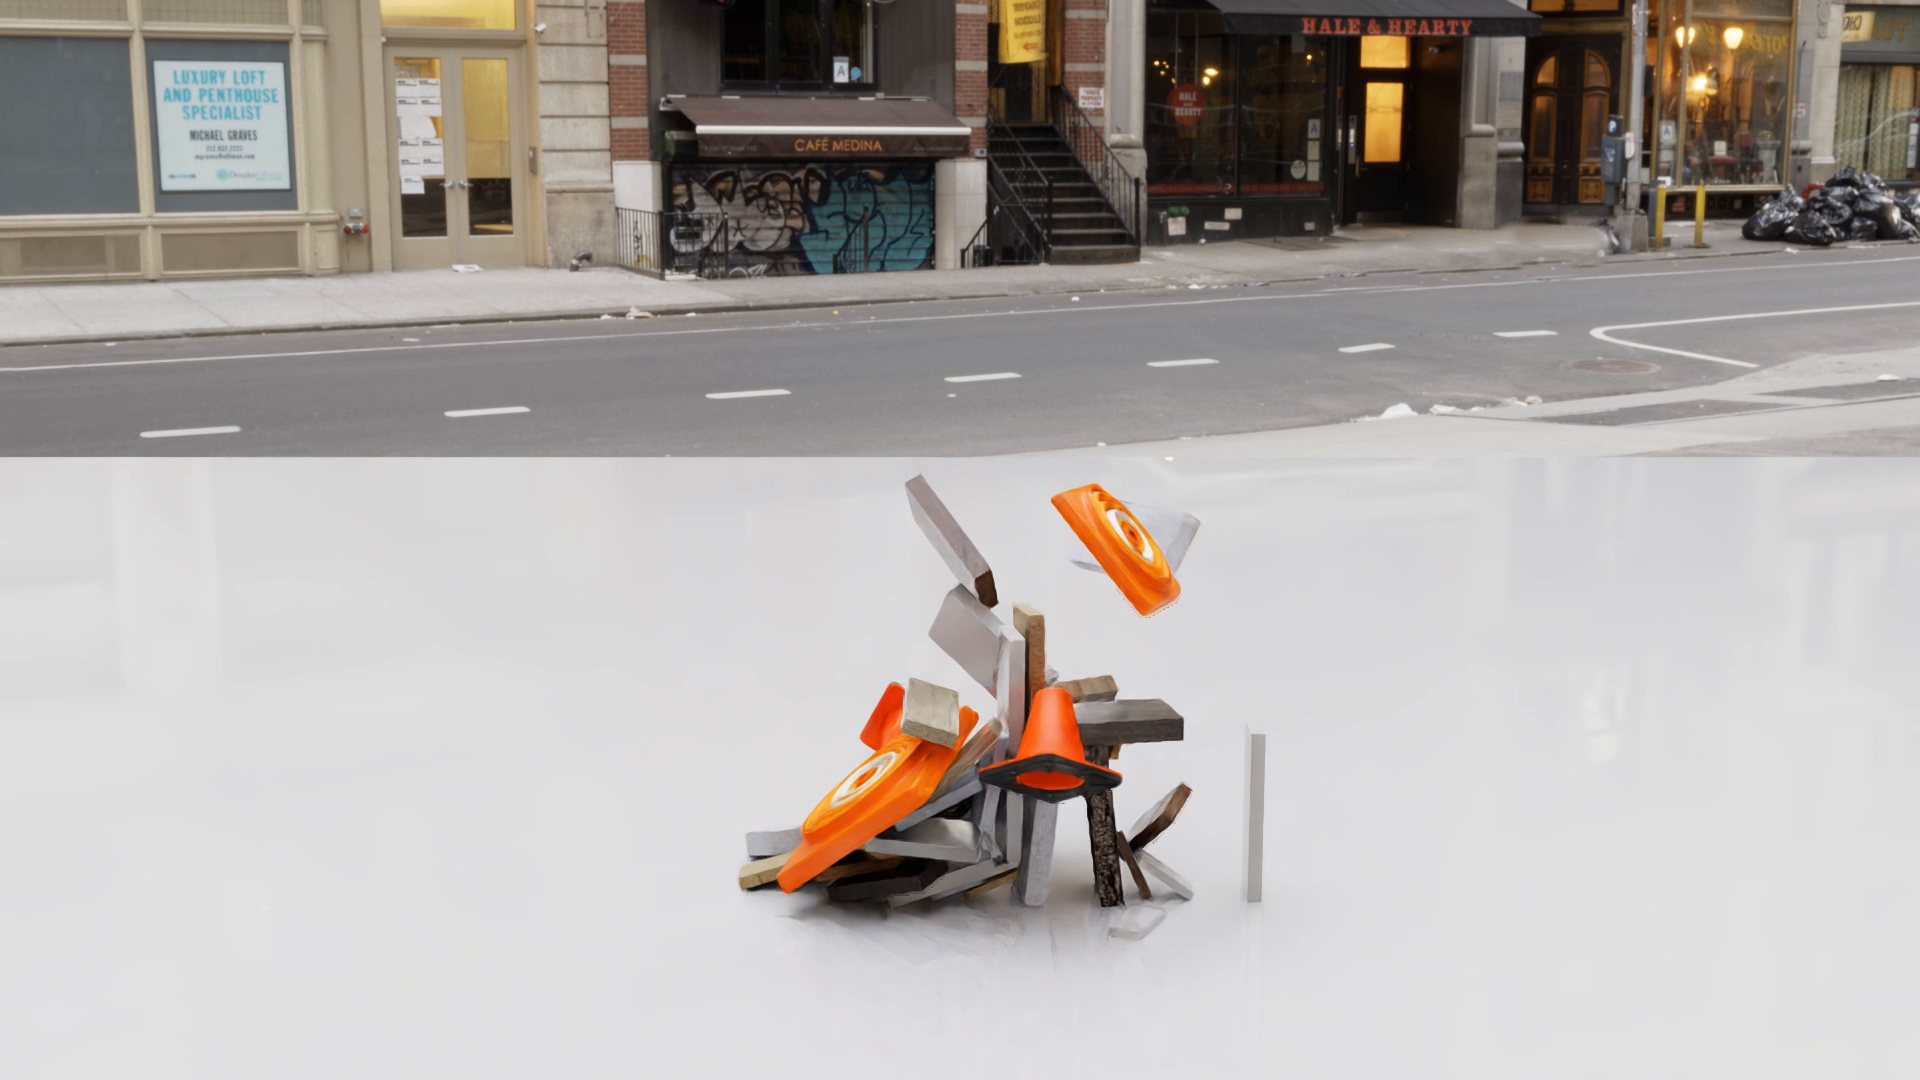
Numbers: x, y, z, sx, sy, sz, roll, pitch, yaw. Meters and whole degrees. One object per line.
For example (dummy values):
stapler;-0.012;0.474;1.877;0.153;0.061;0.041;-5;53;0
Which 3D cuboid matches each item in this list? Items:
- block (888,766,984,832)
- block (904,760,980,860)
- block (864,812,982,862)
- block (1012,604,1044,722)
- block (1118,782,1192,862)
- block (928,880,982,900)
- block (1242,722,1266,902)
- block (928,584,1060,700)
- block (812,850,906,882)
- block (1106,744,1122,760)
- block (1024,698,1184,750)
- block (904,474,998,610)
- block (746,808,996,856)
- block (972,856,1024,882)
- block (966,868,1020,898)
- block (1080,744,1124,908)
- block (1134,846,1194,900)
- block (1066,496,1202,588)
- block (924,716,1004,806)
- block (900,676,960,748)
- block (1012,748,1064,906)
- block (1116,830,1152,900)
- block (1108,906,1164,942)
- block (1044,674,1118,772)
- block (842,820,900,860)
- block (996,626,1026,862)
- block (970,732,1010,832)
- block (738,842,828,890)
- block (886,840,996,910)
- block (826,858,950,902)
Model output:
block;-0.041;0.418;3.606;0.156;0.022;0.078;-27;23;2
block;-0.007;0.453;3.812;0.276;0.039;0.138;-39;0;-29
block;-0.058;0.485;3.597;0.183;0.026;0.091;6;21;4
block;0.113;0.201;3.605;0.025;0.177;0.089;-4;11;-16
block;0.323;0.472;3.678;0.023;0.163;0.081;39;49;0
block;-0.012;0.574;3.657;0.091;0.013;0.045;-17;11;-16
block;0.486;0.449;3.643;0.023;0.286;0.081;0;11;0
block;0.055;0.194;3.733;0.234;0.117;0.033;42;45;17
block;-0.164;0.537;3.674;0.148;0.021;0.074;-13;9;24
block;0.225;0.322;3.917;0.023;0.081;0.163;2;17;-46
block;0.223;0.303;3.641;0.266;0.038;0.133;-2;11;-11
block;-0.015;0.006;3.778;0.033;0.117;0.234;-30;59;-11
block;-0.146;0.508;3.895;0.445;0.039;0.138;-5;-5;-24
block;0.057;0.542;3.651;0.091;0.013;0.045;-19;11;-6
block;0.053;0.567;3.666;0.091;0.013;0.045;-22;13;-2
block;0.234;0.458;3.645;0.038;0.266;0.133;-7;11;0
block;0.339;0.554;3.651;0.108;0.015;0.054;35;8;-10
block;0.324;0.002;4.134;0.039;0.138;0.276;33;-11;-32
block;0.006;0.354;3.534;0.022;0.156;0.078;43;13;-3
block;-0.047;0.278;3.566;0.089;0.025;0.177;17;18;-5
block;0.128;0.457;3.652;0.038;0.266;0.133;4;10;-10
block;0.287;0.540;3.653;0.015;0.108;0.054;-25;10;2
block;0.282;0.612;3.510;0.054;0.015;0.108;5;12;25
block;0.186;0.325;3.813;0.117;0.234;0.033;-7;52;-21
block;-0.132;0.498;3.668;0.074;0.021;0.148;-11;12;-28
block;0.082;0.334;3.611;0.025;0.377;0.089;-2;13;-11
block;0.048;0.390;3.590;0.022;0.156;0.078;10;5;-12
block;-0.299;0.550;3.711;0.148;0.021;0.074;-16;8;0
block;-0.034;0.554;3.637;0.183;0.026;0.091;-19;11;0
block;-0.119;0.556;3.614;0.183;0.026;0.091;-13;8;31
